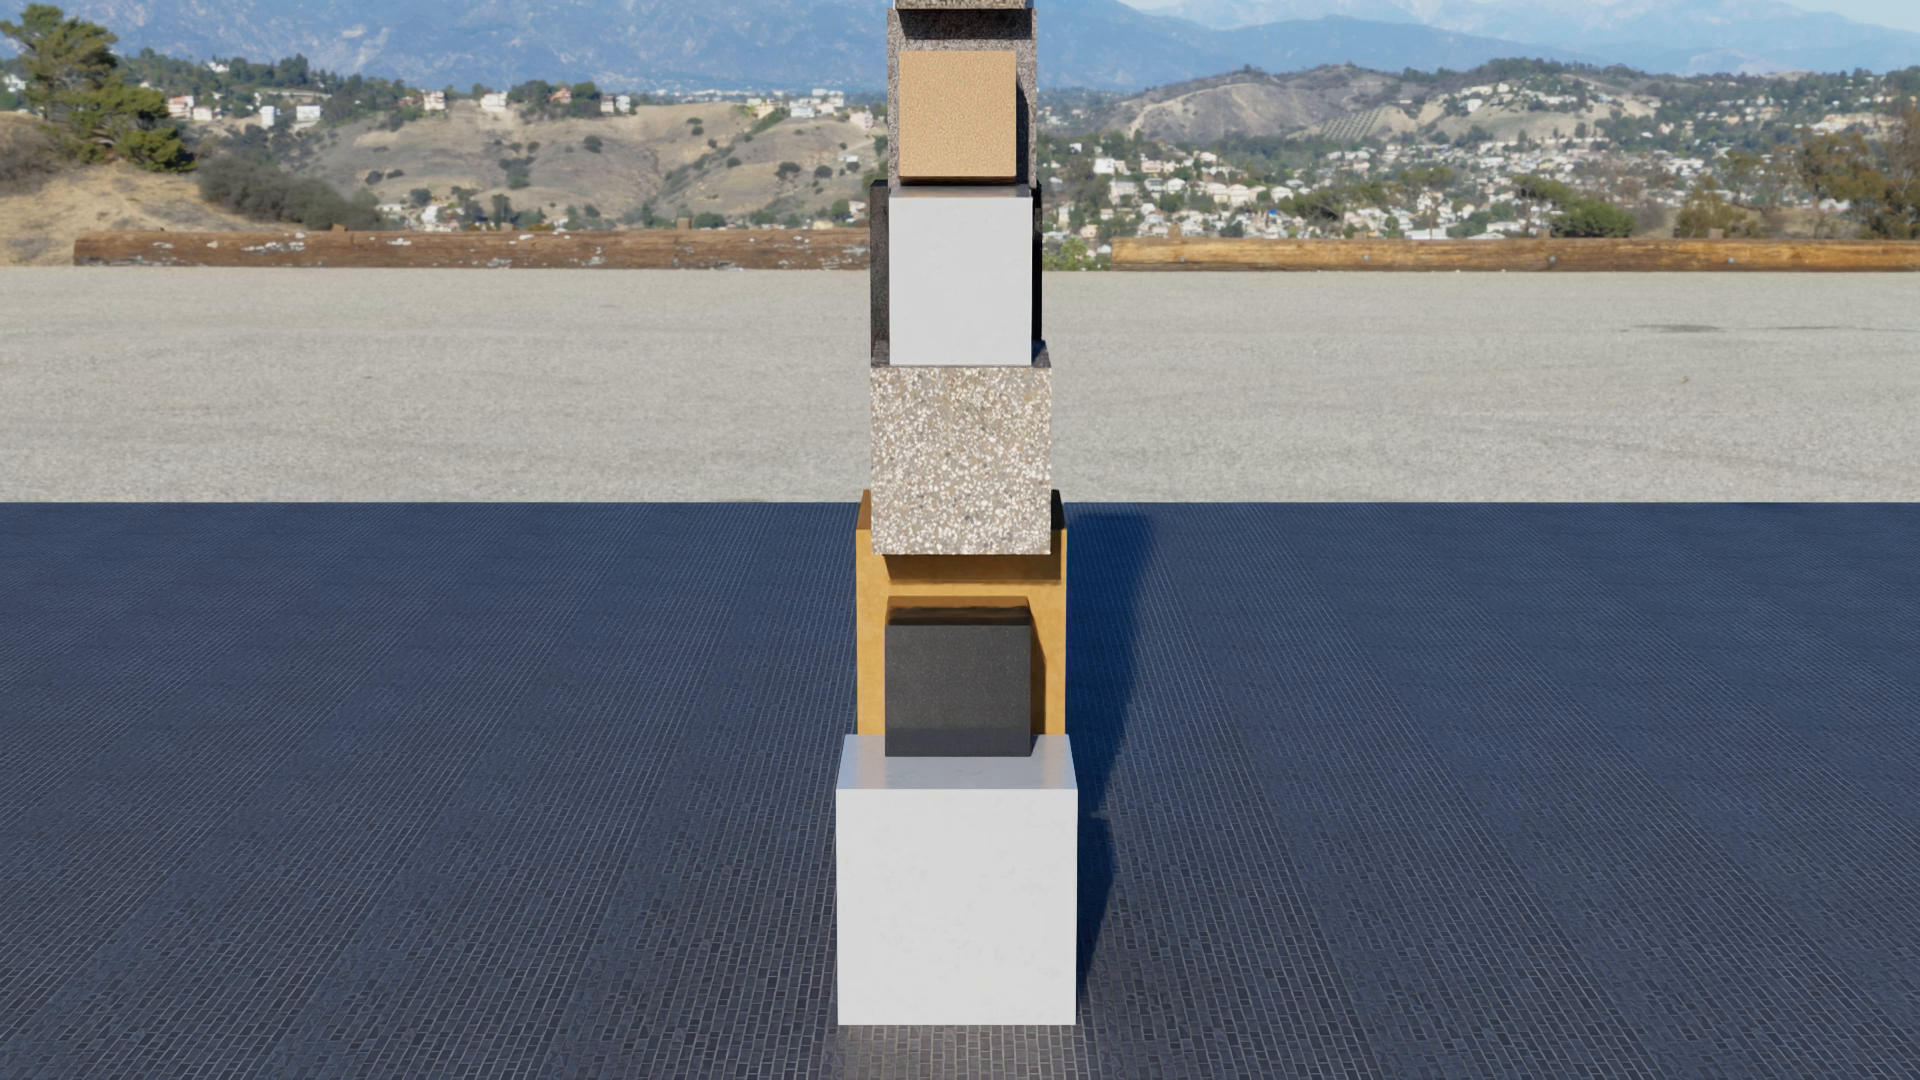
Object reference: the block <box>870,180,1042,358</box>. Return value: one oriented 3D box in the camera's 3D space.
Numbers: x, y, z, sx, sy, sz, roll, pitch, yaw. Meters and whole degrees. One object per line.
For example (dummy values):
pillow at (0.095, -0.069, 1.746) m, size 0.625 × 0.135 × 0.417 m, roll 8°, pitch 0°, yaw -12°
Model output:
block at (-0.016, -1.201, 11.247) m, size 0.730 × 0.723 × 0.726 m, roll 0°, pitch 10°, yaw 0°

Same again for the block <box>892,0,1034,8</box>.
block at (0.014, -2.503, 10.992) m, size 0.590 × 0.463 × 0.562 m, roll 0°, pitch 10°, yaw 0°

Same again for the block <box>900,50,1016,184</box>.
block at (-0.009, -1.667, 10.317) m, size 0.459 × 0.498 × 0.460 m, roll 0°, pitch -3°, yaw 0°

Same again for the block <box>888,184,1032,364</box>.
block at (0.002, -1.044, 9.998) m, size 0.539 × 0.632 × 0.621 m, roll 0°, pitch 13°, yaw 0°

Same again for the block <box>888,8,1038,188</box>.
block at (0.009, -1.873, 10.871) m, size 0.614 × 0.734 × 0.606 m, roll 0°, pitch 10°, yaw 0°

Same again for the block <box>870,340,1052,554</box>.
block at (0.004, -0.376, 10.112) m, size 0.685 × 0.722 × 0.720 m, roll 0°, pitch 13°, yaw 0°

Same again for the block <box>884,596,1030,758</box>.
block at (-0.009, 0.531, 10.095) m, size 0.558 × 0.521 × 0.566 m, roll 0°, pitch 10°, yaw 0°

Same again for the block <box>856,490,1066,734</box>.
block at (0.005, 0.302, 10.756) m, size 0.843 × 0.885 × 0.804 m, roll 0°, pitch 13°, yaw 0°

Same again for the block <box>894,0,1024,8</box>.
block at (-0.001, -2.397, 10.446) m, size 0.518 × 0.452 × 0.515 m, roll 0°, pitch 12°, yaw 0°

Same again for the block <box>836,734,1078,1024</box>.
block at (-0.012, 1.294, 9.903) m, size 0.888 × 0.911 × 0.796 m, roll 0°, pitch 10°, yaw 0°
